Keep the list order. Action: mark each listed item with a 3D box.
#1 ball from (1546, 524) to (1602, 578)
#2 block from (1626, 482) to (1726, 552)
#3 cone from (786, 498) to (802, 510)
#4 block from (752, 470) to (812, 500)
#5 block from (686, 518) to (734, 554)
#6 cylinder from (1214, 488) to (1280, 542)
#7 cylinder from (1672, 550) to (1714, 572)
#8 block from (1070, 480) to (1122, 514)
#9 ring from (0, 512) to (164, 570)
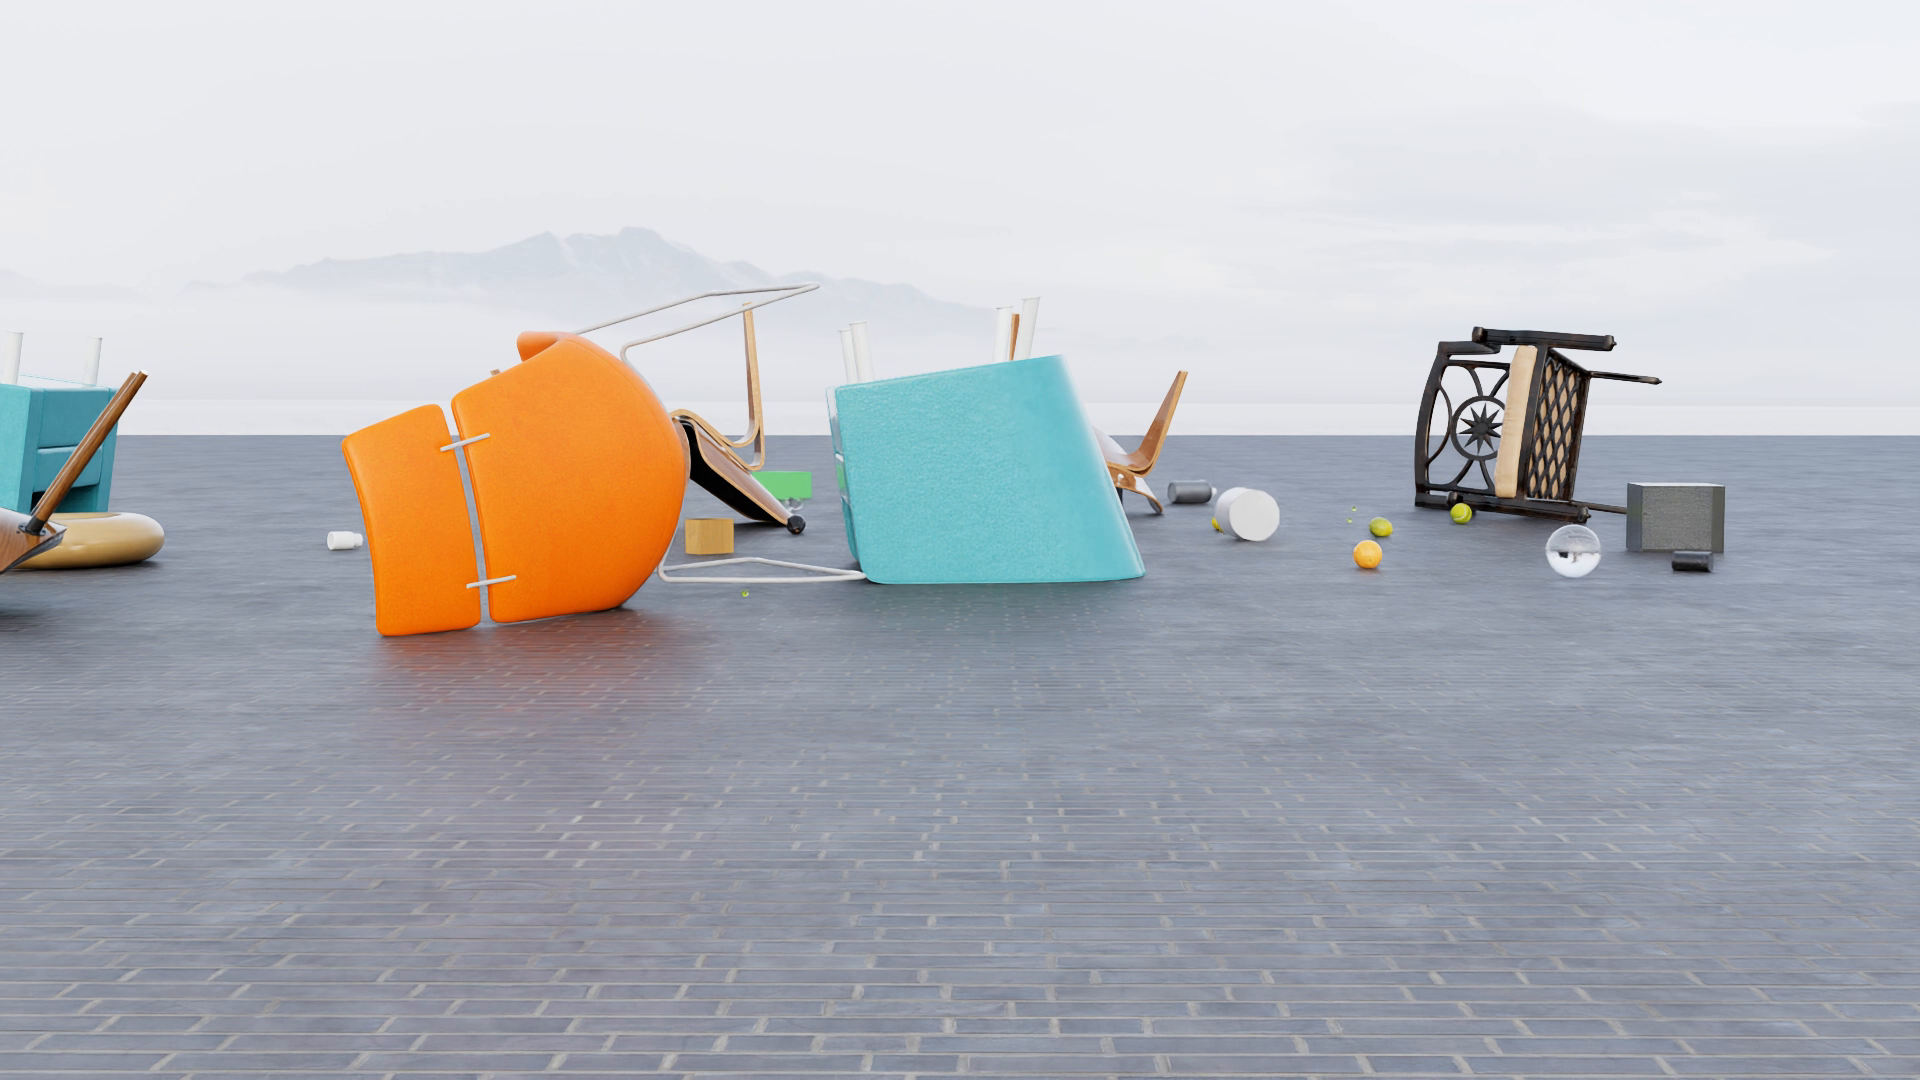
[{"bbox_3d":[1.458,0.027,5.224,0.127,0.127,0.127,0,4,0],"label":"ball"},{"bbox_3d":[1.992,-0.063,6.131,0.219,0.183,0.197,0,4,4],"label":"block"},{"bbox_3d":[-0.622,-0.122,8.155,0.068,0.050,0.047,5,38,16],"label":"cone"},{"bbox_3d":[-0.737,-0.229,9.099,0.188,0.106,0.158,3,5,40],"label":"block"},{"bbox_3d":[-0.687,-0.011,6.028,0.111,0.094,0.069,-3,5,-41],"label":"block"},{"bbox_3d":[0.859,-0.078,6.583,0.155,0.150,0.175,29,0,-9],"label":"cylinder"},{"bbox_3d":[1.808,0.053,5.425,0.087,0.049,0.057,3,5,33],"label":"cylinder"},{"bbox_3d":[0.498,-0.157,8.023,0.153,0.111,0.209,1,4,15],"label":"block"},{"bbox_3d":[-2.311,0.001,5.650,0.506,0.125,0.522,-3,4,-26],"label":"ring"}]
